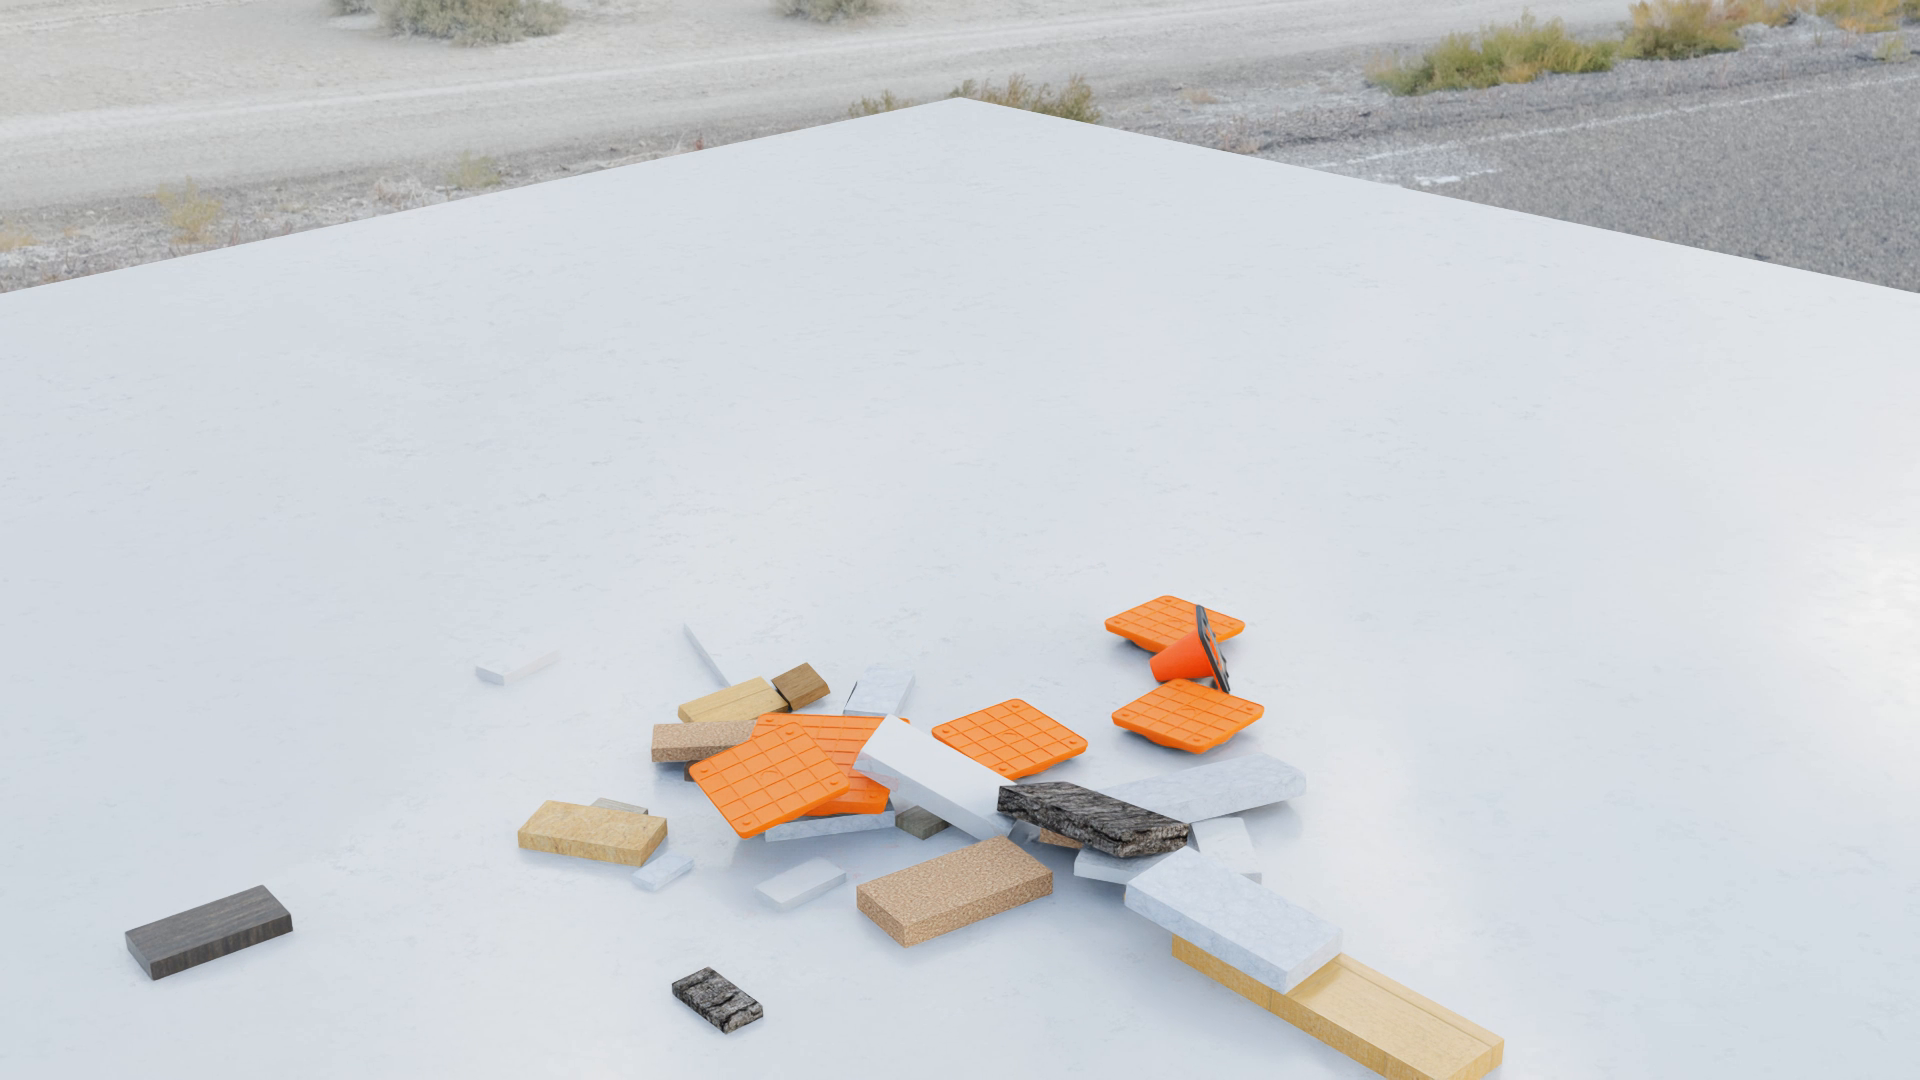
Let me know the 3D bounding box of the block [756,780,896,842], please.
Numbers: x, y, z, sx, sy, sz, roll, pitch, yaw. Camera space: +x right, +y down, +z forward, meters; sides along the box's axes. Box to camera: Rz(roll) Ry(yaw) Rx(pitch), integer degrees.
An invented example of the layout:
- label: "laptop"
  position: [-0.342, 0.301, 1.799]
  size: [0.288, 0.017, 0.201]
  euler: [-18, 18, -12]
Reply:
- label: "block"
  position: [-0.272, 0.544, 4.431]
  size: [0.261, 0.037, 0.131]
  euler: [-5, 24, -12]

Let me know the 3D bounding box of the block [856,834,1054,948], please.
- label: "block"
  position: [-0.009, 0.659, 4.146]
  size: [0.334, 0.047, 0.167]
  euler: [-15, 27, -31]

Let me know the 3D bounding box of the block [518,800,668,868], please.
- label: "block"
  position: [-0.726, 0.579, 4.349]
  size: [0.261, 0.037, 0.131]
  euler: [6, 24, 15]

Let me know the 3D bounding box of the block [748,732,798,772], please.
- label: "block"
  position: [-0.381, 0.430, 4.475]
  size: [0.057, 0.016, 0.114]
  euler: [7, 28, 20]

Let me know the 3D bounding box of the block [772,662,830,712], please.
- label: "block"
  position: [-0.355, 0.325, 4.886]
  size: [0.091, 0.026, 0.182]
  euler: [-26, 18, -11]

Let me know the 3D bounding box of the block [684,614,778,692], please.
- label: "block"
  position: [-0.533, 0.274, 5.081]
  size: [0.091, 0.026, 0.429]
  euler: [-9, 25, -21]

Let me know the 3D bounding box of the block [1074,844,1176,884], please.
- label: "block"
  position: [0.330, 0.613, 4.152]
  size: [0.209, 0.030, 0.104]
  euler: [8, 23, 16]

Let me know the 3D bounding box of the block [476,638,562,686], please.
- label: "block"
  position: [-1.017, 0.280, 5.069]
  size: [0.091, 0.026, 0.182]
  euler: [15, 27, 32]

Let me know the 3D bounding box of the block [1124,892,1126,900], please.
- label: "block"
  position: [0.367, 0.685, 4.126]
  size: [0.058, 0.016, 0.115]
  euler: [-17, 28, -35]

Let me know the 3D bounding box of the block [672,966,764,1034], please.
- label: "block"
  position: [-0.424, 0.803, 3.840]
  size: [0.080, 0.023, 0.160]
  euler: [-19, 30, -38]

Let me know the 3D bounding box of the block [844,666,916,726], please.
- label: "block"
  position: [-0.177, 0.347, 4.903]
  size: [0.111, 0.031, 0.221]
  euler: [5, 23, 11]

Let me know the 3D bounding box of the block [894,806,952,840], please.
- label: "block"
  position: [-0.046, 0.552, 4.432]
  size: [0.080, 0.023, 0.160]
  euler: [21, 31, 40]

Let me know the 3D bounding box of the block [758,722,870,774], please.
- label: "block"
  position: [-0.320, 0.441, 4.681]
  size: [0.272, 0.031, 0.111]
  euler: [6, 24, 14]

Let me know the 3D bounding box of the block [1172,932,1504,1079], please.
- label: "block"
  position: [0.646, 0.793, 3.828]
  size: [0.176, 0.050, 0.590]
  euler: [-19, 30, -38]

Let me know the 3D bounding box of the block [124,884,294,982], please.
- label: "block"
  position: [-1.374, 0.716, 4.025]
  size: [0.261, 0.037, 0.131]
  euler: [-17, 28, -35]

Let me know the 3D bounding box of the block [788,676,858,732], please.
- label: "block"
  position: [-0.301, 0.365, 4.860]
  size: [0.108, 0.031, 0.217]
  euler: [3, 23, 8]

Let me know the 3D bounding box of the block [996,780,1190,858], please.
- label: "block"
  position: [0.254, 0.538, 4.263]
  size: [0.176, 0.050, 0.352]
  euler: [1, 8, -40]

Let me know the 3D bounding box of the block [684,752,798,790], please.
- label: "block"
  position: [-0.457, 0.475, 4.602]
  size: [0.217, 0.031, 0.108]
  euler: [4, 23, 10]

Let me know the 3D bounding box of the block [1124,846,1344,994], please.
- label: "block"
  position: [0.489, 0.676, 3.937]
  size: [0.352, 0.050, 0.176]
  euler: [25, 33, 36]

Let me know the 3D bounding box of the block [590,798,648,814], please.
- label: "block"
  position: [-0.694, 0.551, 4.442]
  size: [0.114, 0.016, 0.057]
  euler: [10, 25, 22]

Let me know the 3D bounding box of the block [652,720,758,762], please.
- label: "block"
  position: [-0.537, 0.424, 4.643]
  size: [0.221, 0.031, 0.111]
  euler: [-2, 23, -4]

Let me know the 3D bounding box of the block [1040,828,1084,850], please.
- label: "block"
  position: [0.271, 0.586, 4.295]
  size: [0.209, 0.030, 0.104]
  euler: [8, 3, 18]

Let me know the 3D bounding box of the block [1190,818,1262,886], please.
- label: "block"
  position: [0.516, 0.608, 4.289]
  size: [0.104, 0.030, 0.209]
  euler: [-2, 23, -4]

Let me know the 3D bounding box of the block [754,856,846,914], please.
- label: "block"
  position: [-0.304, 0.656, 4.186]
  size: [0.160, 0.023, 0.080]
  euler: [-20, 30, -39]

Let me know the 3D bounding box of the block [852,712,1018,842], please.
- label: "block"
  position: [-0.033, 0.482, 4.400]
  size: [0.334, 0.047, 0.167]
  euler: [29, 28, 6]

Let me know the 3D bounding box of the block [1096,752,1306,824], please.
- label: "block"
  position: [0.489, 0.511, 4.454]
  size: [0.393, 0.047, 0.167]
  euler: [-10, 13, -22]

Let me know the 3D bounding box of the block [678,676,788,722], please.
- label: "block"
  position: [-0.495, 0.372, 4.806]
  size: [0.217, 0.031, 0.108]
  euler: [-19, 46, -37]

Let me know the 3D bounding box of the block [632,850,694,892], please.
- label: "block"
  position: [-0.573, 0.636, 4.240]
  size: [0.057, 0.016, 0.114]
  euler: [16, 28, 33]
